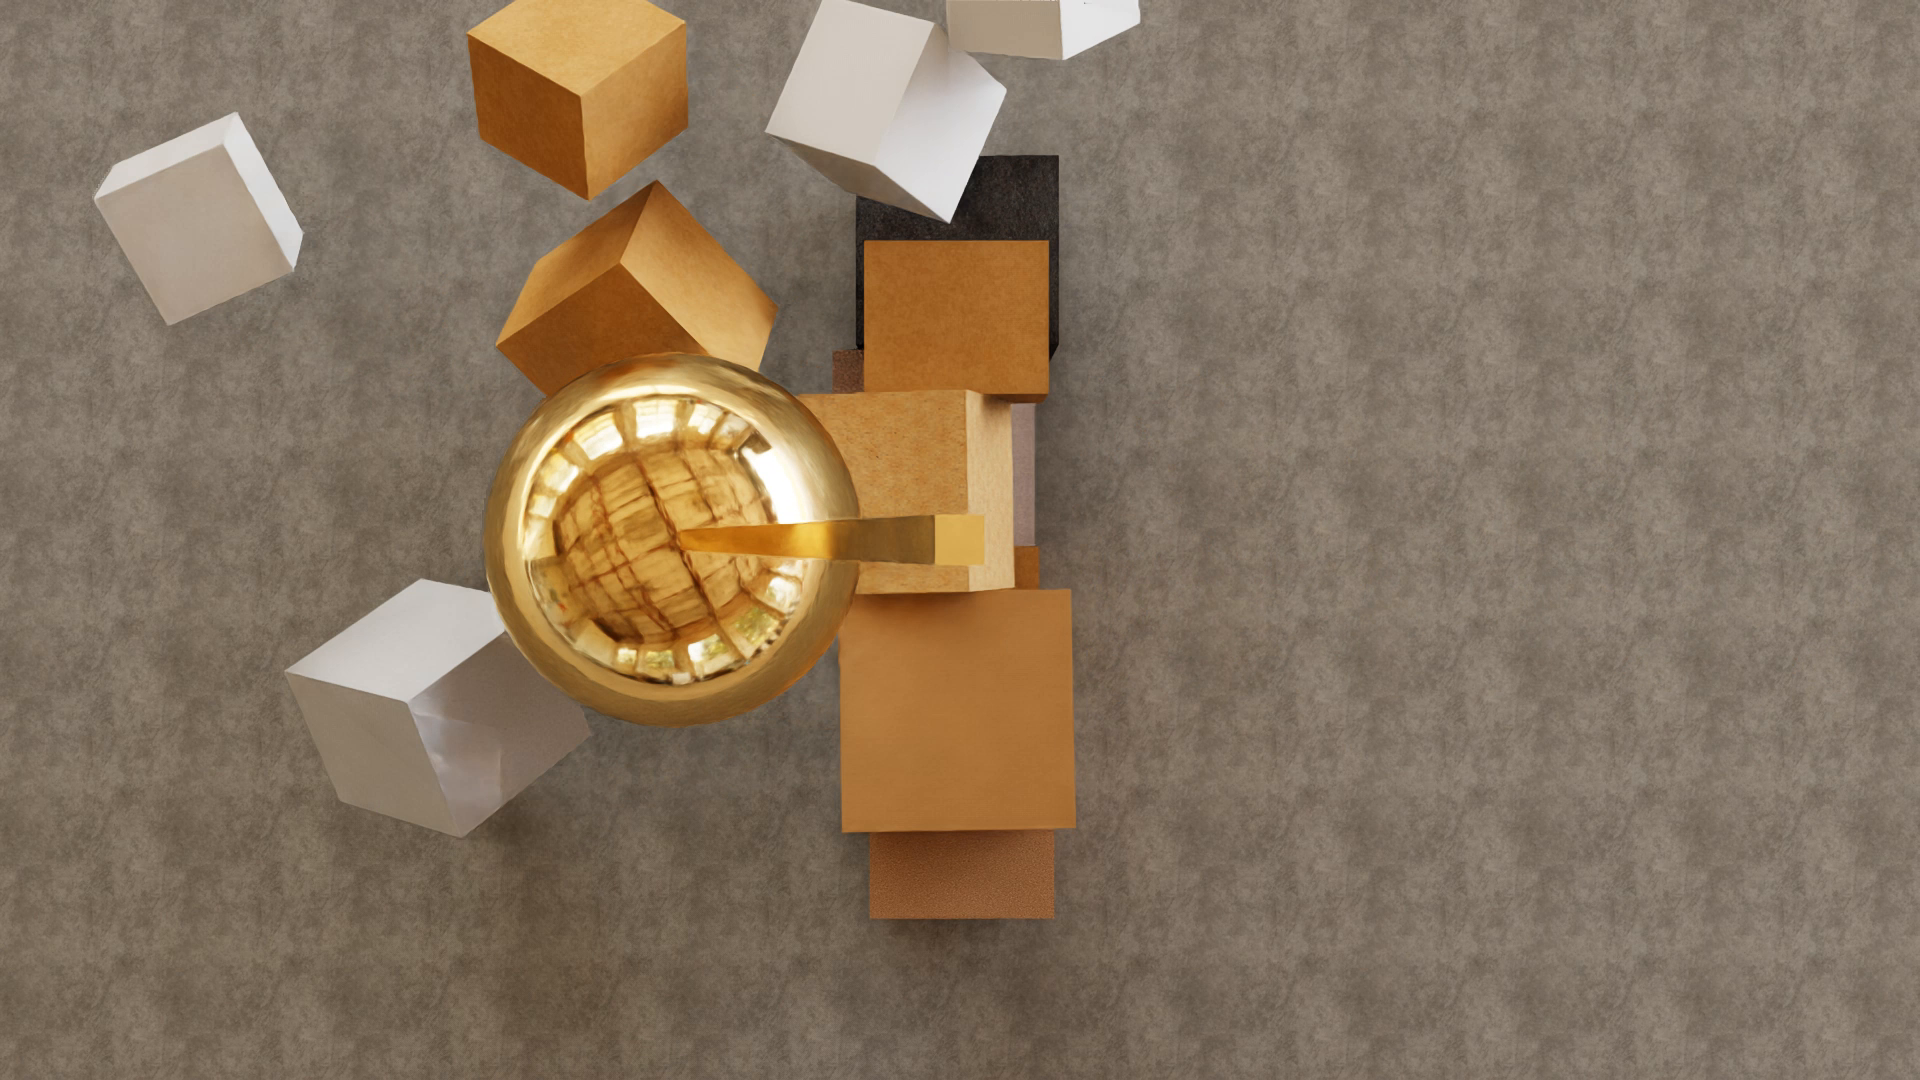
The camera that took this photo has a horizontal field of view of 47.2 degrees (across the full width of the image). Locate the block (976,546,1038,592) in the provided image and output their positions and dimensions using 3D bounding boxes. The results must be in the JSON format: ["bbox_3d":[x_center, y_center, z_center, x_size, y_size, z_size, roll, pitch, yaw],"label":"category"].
[{"bbox_3d":[-0.017,0.523,12.577,0.906,0.846,0.974,0,90,0],"label":"block"}]

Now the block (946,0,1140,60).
[{"bbox_3d":[0.388,-2.825,10.651,0.661,0.706,0.776,14,123,33],"label":"block"}]

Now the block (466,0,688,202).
[{"bbox_3d":[-1.833,-2.220,10.643,0.710,0.636,0.735,31,54,20],"label":"block"}]

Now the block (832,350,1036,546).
[{"bbox_3d":[-0.132,-0.505,12.438,0.959,0.937,1.072,0,90,13],"label":"block"}]

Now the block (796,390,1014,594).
[{"bbox_3d":[-0.408,-0.231,11.439,1.165,1.133,0.992,-1,90,13],"label":"block"}]

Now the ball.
[{"bbox_3d":[-1.213,0.000,9.358,1.600,1.600,1.600,0,90,0],"label":"ball"}]

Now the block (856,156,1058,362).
[{"bbox_3d":[-0.014,-1.566,12.429,1.096,1.143,1.020,0,90,0],"label":"block"}]

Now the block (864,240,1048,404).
[{"bbox_3d":[-0.018,-1.125,11.473,0.931,0.769,0.772,0,90,0],"label":"block"}]

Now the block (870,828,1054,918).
[{"bbox_3d":[0.010,1.549,12.532,1.014,0.936,1.057,0,90,0],"label":"block"}]

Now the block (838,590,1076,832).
[{"bbox_3d":[-0.016,0.877,11.474,1.155,1.193,1.178,-1,87,0],"label":"block"}]

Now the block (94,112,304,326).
[{"bbox_3d":[-4.031,-1.718,11.706,0.717,0.745,0.743,-24,116,-1],"label":"block"}]

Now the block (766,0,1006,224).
[{"bbox_3d":[-0.364,-2.168,11.108,0.691,0.798,0.752,22,88,31],"label":"block"}]

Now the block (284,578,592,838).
[{"bbox_3d":[-2.871,0.905,12.155,1.053,1.002,0.873,8,125,38],"label":"block"}]

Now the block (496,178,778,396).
[{"bbox_3d":[-1.610,-1.076,11.085,0.871,0.768,0.925,-28,120,28],"label":"block"}]

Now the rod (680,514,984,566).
[{"bbox_3d":[-0.526,0.000,6.028,0.080,5.200,0.080,0,90,-12],"label":"rod"}]
